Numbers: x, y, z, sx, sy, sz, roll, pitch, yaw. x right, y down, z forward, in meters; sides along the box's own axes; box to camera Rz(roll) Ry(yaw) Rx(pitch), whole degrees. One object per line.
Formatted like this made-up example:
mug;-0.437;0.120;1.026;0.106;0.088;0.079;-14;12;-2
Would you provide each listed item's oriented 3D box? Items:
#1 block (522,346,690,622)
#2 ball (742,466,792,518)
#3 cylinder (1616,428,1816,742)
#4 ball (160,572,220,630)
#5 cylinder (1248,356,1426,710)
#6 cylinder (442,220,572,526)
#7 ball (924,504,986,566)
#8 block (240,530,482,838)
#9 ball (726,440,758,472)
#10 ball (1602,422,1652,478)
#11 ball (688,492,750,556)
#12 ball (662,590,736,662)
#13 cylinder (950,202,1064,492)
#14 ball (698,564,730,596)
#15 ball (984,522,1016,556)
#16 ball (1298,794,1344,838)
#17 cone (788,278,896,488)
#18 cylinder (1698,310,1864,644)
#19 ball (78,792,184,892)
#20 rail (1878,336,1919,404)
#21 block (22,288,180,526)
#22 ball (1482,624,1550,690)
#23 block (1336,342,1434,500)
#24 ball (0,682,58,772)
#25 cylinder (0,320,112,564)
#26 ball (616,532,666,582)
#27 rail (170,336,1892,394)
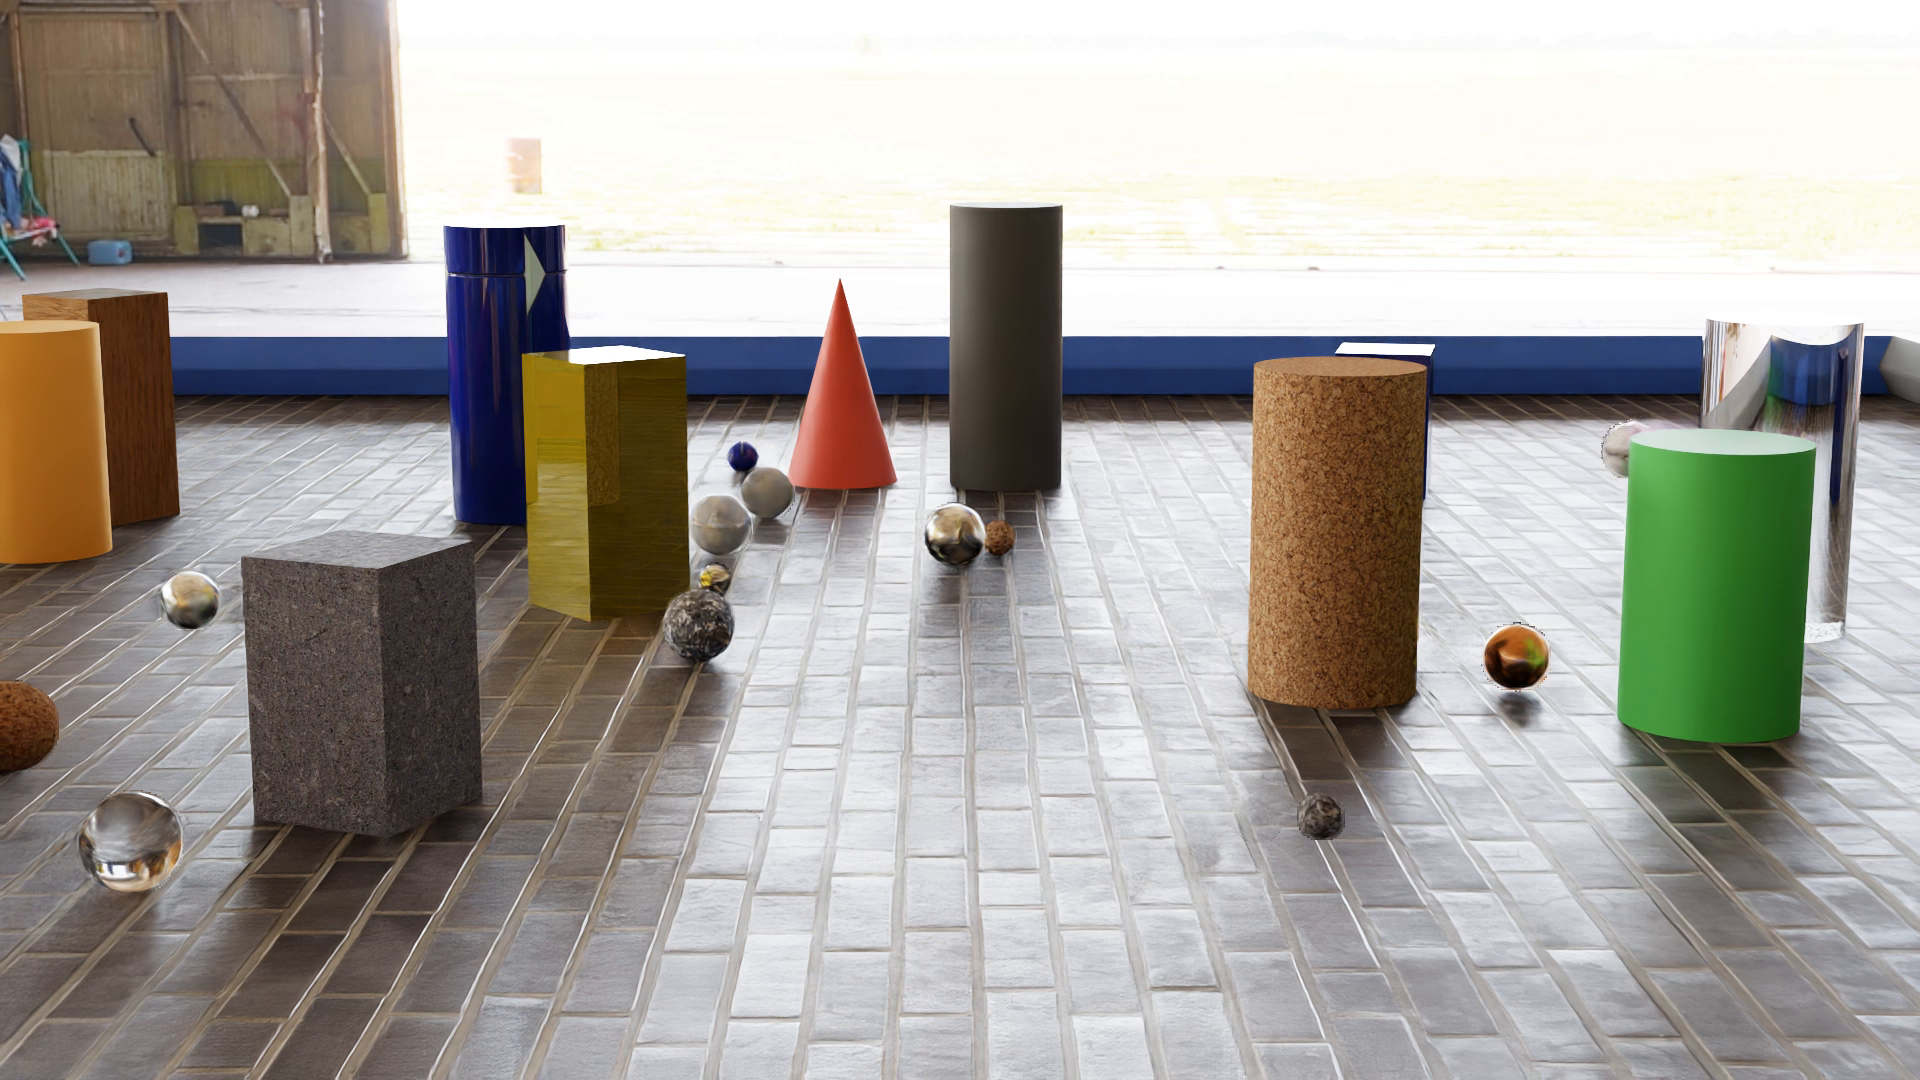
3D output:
block;-0.479;-0.080;3.477;0.158;0.343;0.158;-9;14;-39
ball;-0.314;-0.077;4.174;0.084;0.084;0.084;0;10;0
cylinder;0.842;0.047;2.862;0.198;0.317;0.198;0;10;0
ball;-1.006;0.079;3.352;0.076;0.076;0.076;0;10;0
cylinder;0.440;-0.013;3.003;0.198;0.383;0.198;0;10;0
cylinder;-0.730;-0.275;4.164;0.198;0.476;0.198;0;10;0
ball;-0.007;-0.007;3.774;0.092;0.092;0.092;0;10;0
block;-0.587;0.137;2.528;0.158;0.262;0.158;4;11;23
ball;-0.394;-0.151;4.647;0.057;0.057;0.057;0;10;0
ball;1.199;-0.161;4.582;0.099;0.099;0.099;0;10;0
ball;-0.362;-0.024;3.859;0.094;0.094;0.094;0;10;0
ball;-0.323;0.105;3.173;0.089;0.089;0.089;0;10;0
cylinder;0.080;-0.342;4.493;0.198;0.488;0.198;0;10;0
ball;-0.341;0.056;3.561;0.045;0.045;0.045;0;10;0
ball;0.057;-0.003;3.860;0.052;0.052;0.052;0;10;0
ball;0.344;0.263;2.446;0.043;0.043;0.043;0;10;0
cone;-0.210;-0.286;4.531;0.198;0.364;0.198;0;10;0
cylinder;1.059;-0.086;3.333;0.198;0.406;0.198;0;10;0
ball;-0.738;0.269;2.286;0.089;0.089;0.089;0;10;0
rail;2.081;0.031;3.461;0.045;0.129;4.671;0;10;0
block;-1.392;-0.218;4.164;0.158;0.364;0.158;7;12;32
ball;0.657;0.138;3.029;0.077;0.077;0.077;0;10;0
block;0.731;-0.207;4.427;0.158;0.247;0.158;2;11;13
ball;-0.990;0.195;2.673;0.095;0.095;0.095;0;10;0
cylinder;-1.390;-0.151;3.864;0.198;0.342;0.198;0;10;0
ball;-0.456;0.024;3.662;0.071;0.071;0.071;0;10;0
rail;-0.013;-0.388;5.722;4.209;0.129;0.045;0;10;0
